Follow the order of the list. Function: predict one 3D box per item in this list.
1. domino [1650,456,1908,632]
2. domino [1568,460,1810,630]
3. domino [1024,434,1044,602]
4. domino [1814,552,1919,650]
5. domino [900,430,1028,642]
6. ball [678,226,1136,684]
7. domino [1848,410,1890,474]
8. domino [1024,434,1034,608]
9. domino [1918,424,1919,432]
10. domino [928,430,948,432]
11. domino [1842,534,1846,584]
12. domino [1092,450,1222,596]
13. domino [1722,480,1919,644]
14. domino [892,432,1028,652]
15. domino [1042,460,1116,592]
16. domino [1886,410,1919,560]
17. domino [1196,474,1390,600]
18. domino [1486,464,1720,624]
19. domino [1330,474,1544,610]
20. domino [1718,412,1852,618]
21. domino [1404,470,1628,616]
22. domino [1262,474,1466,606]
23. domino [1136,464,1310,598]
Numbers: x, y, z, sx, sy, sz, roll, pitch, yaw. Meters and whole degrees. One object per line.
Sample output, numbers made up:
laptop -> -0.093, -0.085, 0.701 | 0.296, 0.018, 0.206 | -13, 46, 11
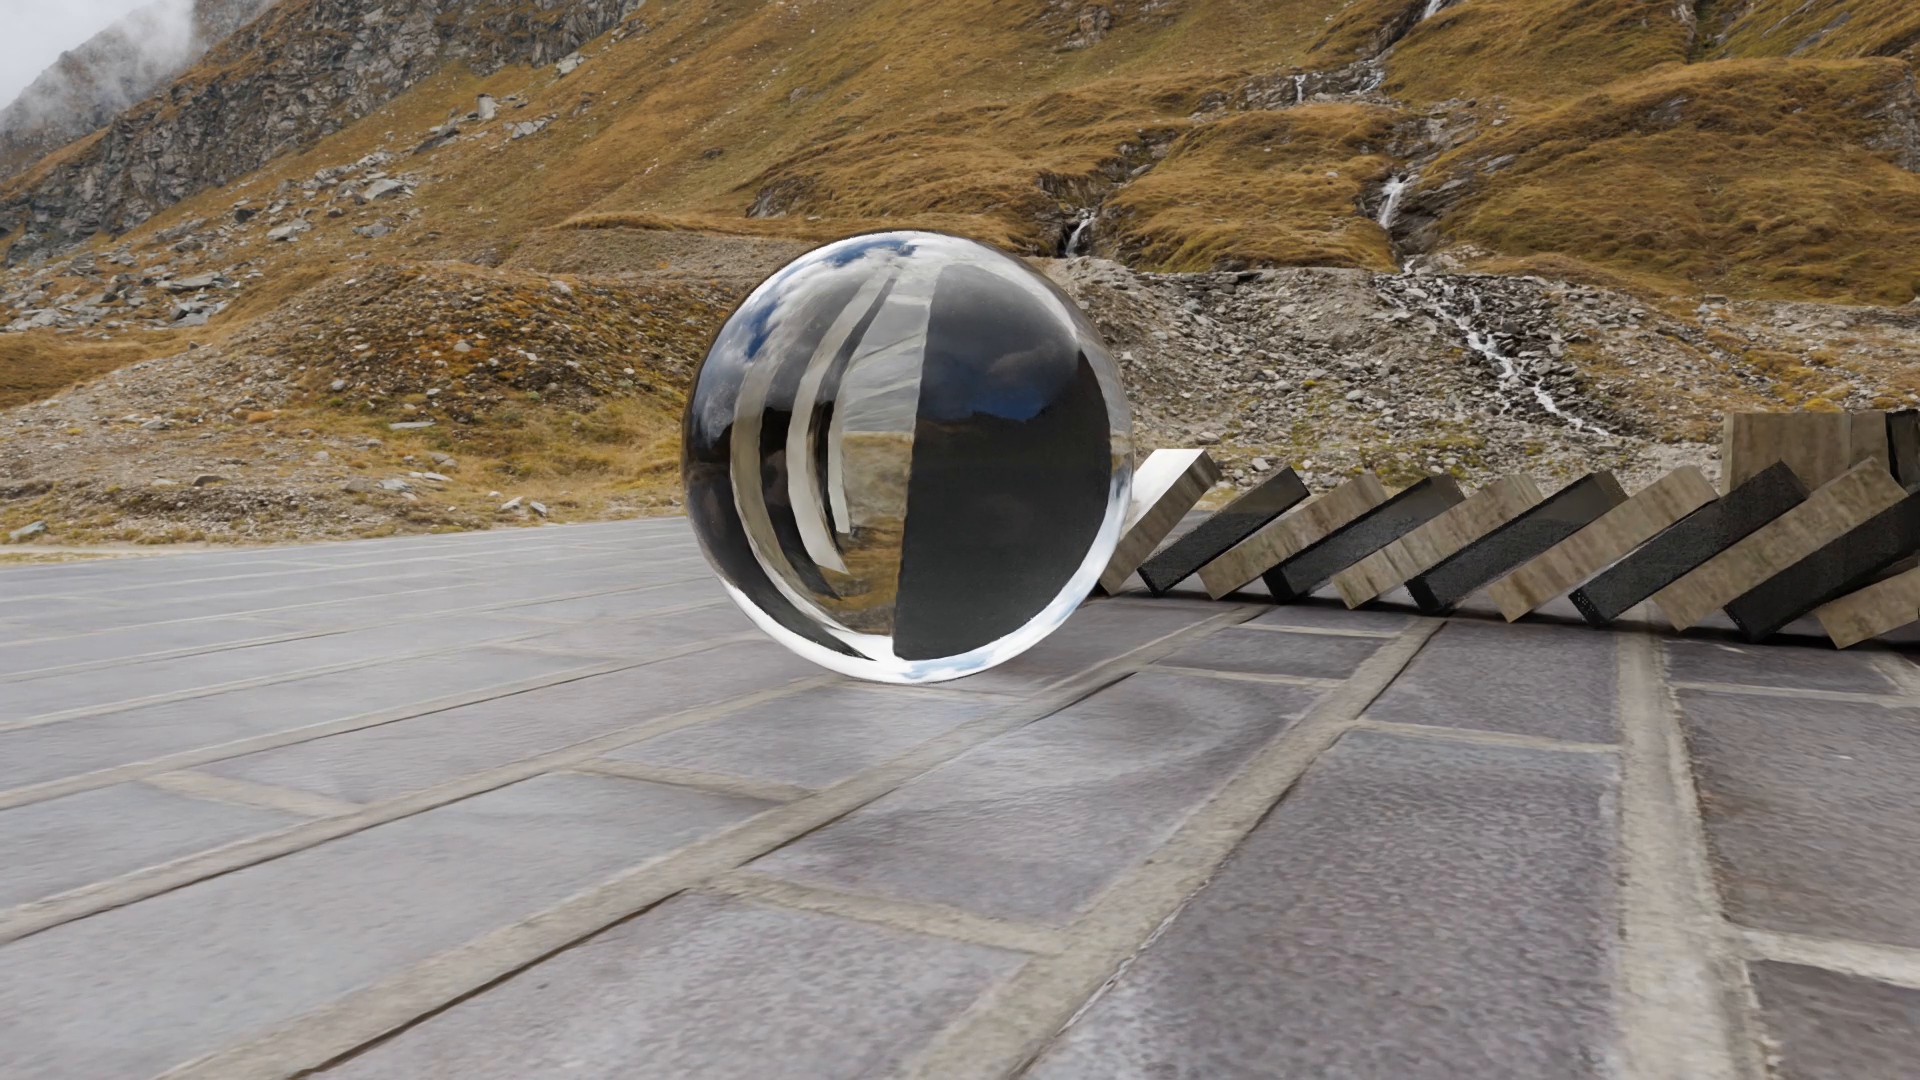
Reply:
domino -> 0.179, 0.001, 0.281 | 0.050, 0.010, 0.025 | -42, -18, 29
domino -> 0.166, 0.001, 0.292 | 0.050, 0.009, 0.025 | -42, -19, 31
domino -> 0.011, -0.007, 0.357 | 0.025, 0.050, 0.010 | 0, -34, 6
domino -> 0.205, 0.006, 0.264 | 0.050, 0.010, 0.025 | -32, -14, 31
domino -> 0.002, -0.002, 0.285 | 0.025, 0.050, 0.009 | 0, -34, 6
ball -> -0.009, -0.015, 0.228 | 0.080, 0.080, 0.080 | 0, 4, 0
domino -> 0.232, -0.008, 0.336 | 0.009, 0.050, 0.025 | -7, 4, 6
domino -> 0.006, -0.006, 0.345 | 0.025, 0.050, 0.010 | 0, -34, 6
domino -> 0.258, -0.007, 0.318 | 0.025, 0.050, 0.010 | -2, -14, -21
domino -> 0.002, -0.005, 0.321 | 0.025, 0.050, 0.010 | 2, -34, 7
domino -> 0.215, -0.008, 0.334 | 0.009, 0.050, 0.025 | -3, 5, -18
domino -> 0.051, -0.006, 0.374 | 0.050, 0.009, 0.025 | -46, 20, -14
domino -> 0.189, 0.003, 0.272 | 0.050, 0.009, 0.025 | -41, -18, 28
domino -> 0.001, -0.001, 0.272 | 0.025, 0.050, 0.010 | 0, -34, 6
domino -> 0.026, -0.004, 0.375 | 0.025, 0.009, 0.050 | -2, 38, 28
domino -> 0.248, -0.008, 0.331 | 0.025, 0.050, 0.010 | -3, -7, -37
domino -> 0.091, -0.001, 0.350 | 0.050, 0.009, 0.025 | -33, -10, 24
domino -> 0.152, 0.001, 0.303 | 0.050, 0.010, 0.025 | -41, -20, 31
domino -> 0.122, 0.001, 0.327 | 0.050, 0.010, 0.025 | -36, -16, 30
domino -> 0.204, -0.006, 0.319 | 0.025, 0.050, 0.010 | 1, 6, 18
domino -> 0.137, 0.001, 0.315 | 0.050, 0.010, 0.025 | -38, -18, 32
domino -> 0.107, 0.000, 0.338 | 0.050, 0.010, 0.025 | -35, -15, 30
domino -> 0.074, -0.003, 0.361 | 0.050, 0.009, 0.025 | -35, -3, 12
